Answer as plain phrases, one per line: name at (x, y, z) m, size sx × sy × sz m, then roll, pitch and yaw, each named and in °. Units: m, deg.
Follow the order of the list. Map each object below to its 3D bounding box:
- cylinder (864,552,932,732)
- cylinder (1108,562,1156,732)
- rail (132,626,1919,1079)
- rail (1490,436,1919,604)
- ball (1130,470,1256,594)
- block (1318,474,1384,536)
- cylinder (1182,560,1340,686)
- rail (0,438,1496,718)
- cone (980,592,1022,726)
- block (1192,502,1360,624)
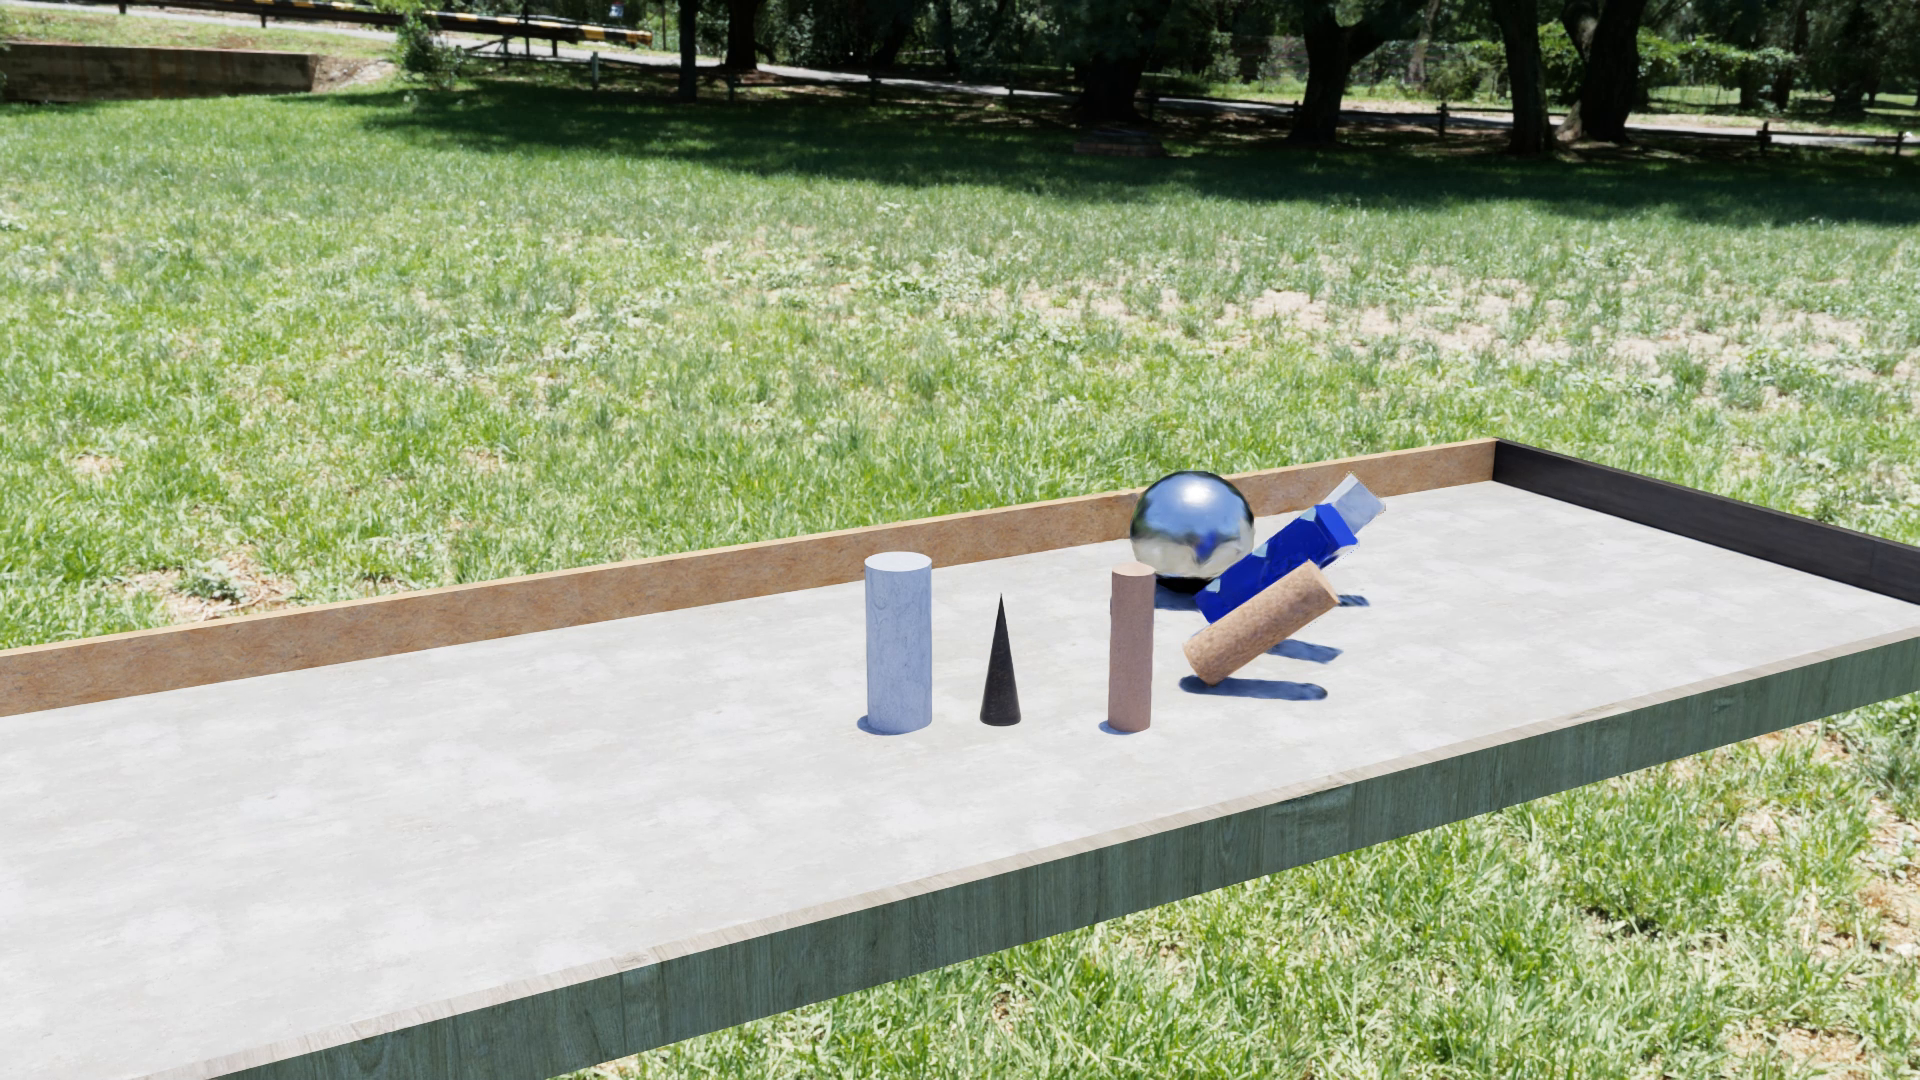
cylinder at (-0.142, 0.237, 3.850) m, size 0.154 × 0.393 × 0.154 m, roll 0°, pitch 16°, yaw 0°
cylinder at (0.398, 0.250, 3.828) m, size 0.100 × 0.381 × 0.100 m, roll 0°, pitch 16°, yaw 0°
rail at (-2.336, 1.006, 1.665) m, size 12.000 × 0.150 × 0.050 m, roll -9°, pitch 18°, yaw -27°
rail at (2.466, -0.048, 5.253) m, size 0.050 × 0.150 × 2.100 m, roll -9°, pitch 18°, yaw -27°
ball at (0.675, -0.023, 4.792) m, size 0.361 × 0.361 × 0.361 m, roll 0°, pitch 16°, yaw 0°
block at (1.021, -0.003, 4.711) m, size 0.107 × 0.396 × 0.107 m, roll 43°, pitch 11°, yaw -7°
cylinder at (0.738, 0.207, 4.060) m, size 0.377 × 0.128 × 0.128 m, roll -36°, pitch 8°, yaw 16°
rail at (-3.305, 0.497, 3.399) m, size 12.000 × 0.150 × 0.050 m, roll -9°, pitch 18°, yaw -27°
cone at (0.096, 0.271, 3.869) m, size 0.101 × 0.318 × 0.101 m, roll 0°, pitch 16°, yaw 0°
block at (0.831, 0.081, 4.361) m, size 0.426 × 0.128 × 0.128 m, roll -41°, pitch -18°, yaw 30°
